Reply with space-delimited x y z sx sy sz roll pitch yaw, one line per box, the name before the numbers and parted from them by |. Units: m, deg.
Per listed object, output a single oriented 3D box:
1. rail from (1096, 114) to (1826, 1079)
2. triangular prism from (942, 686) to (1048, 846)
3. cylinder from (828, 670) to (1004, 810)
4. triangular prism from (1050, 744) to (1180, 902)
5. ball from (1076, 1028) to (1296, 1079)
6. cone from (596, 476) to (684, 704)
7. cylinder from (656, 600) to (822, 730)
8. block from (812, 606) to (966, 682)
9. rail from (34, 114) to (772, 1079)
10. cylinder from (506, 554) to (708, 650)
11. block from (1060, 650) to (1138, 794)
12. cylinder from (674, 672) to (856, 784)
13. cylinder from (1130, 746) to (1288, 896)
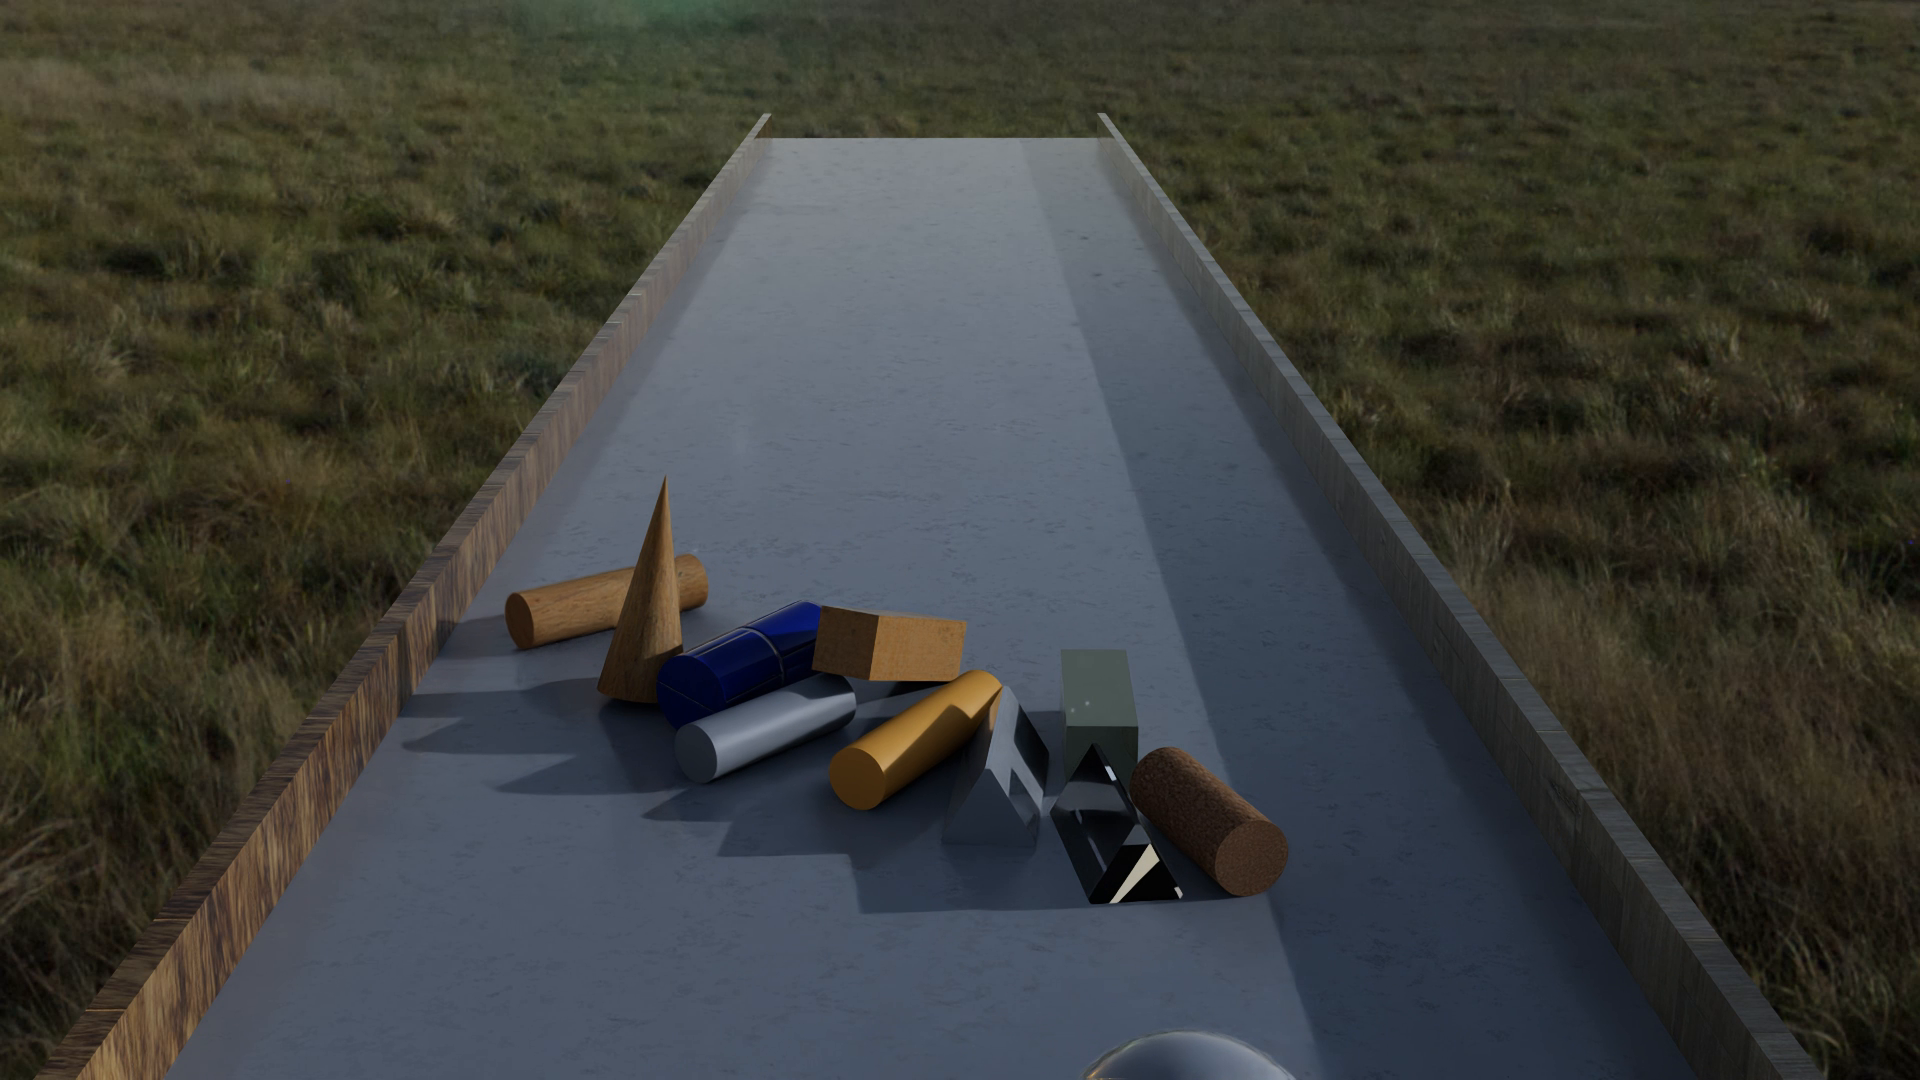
rail | 0.932 -0.844 7.801 0.050 0.150 12.000 0 17 -1
triangular prism | 0.063 0.374 3.725 0.152 0.131 0.383 1 17 5
cylinder | -0.067 0.346 3.869 0.111 0.111 0.436 9 19 28
triangular prism | 0.246 0.443 3.504 0.145 0.126 0.332 -2 17 -8
ball | 0.244 0.687 2.358 0.319 0.319 0.319 0 17 0
cone | -0.579 0.082 4.163 0.173 0.424 0.173 7 8 -1
cylinder | -0.391 0.239 4.143 0.159 0.159 0.376 10 19 30
block | -0.128 0.197 4.144 0.118 0.118 0.389 9 0 24
rail | -1.118 -0.838 7.780 0.050 0.150 12.000 0 17 -1
cylinder | -0.734 0.127 4.596 0.421 0.117 0.117 -14 21 -38
block | 0.246 0.319 3.940 0.122 0.122 0.392 0 17 1
cylinder | -0.344 0.331 3.927 0.107 0.107 0.352 13 21 38
cylinder | 0.393 0.445 3.510 0.126 0.126 0.318 -6 18 -19
